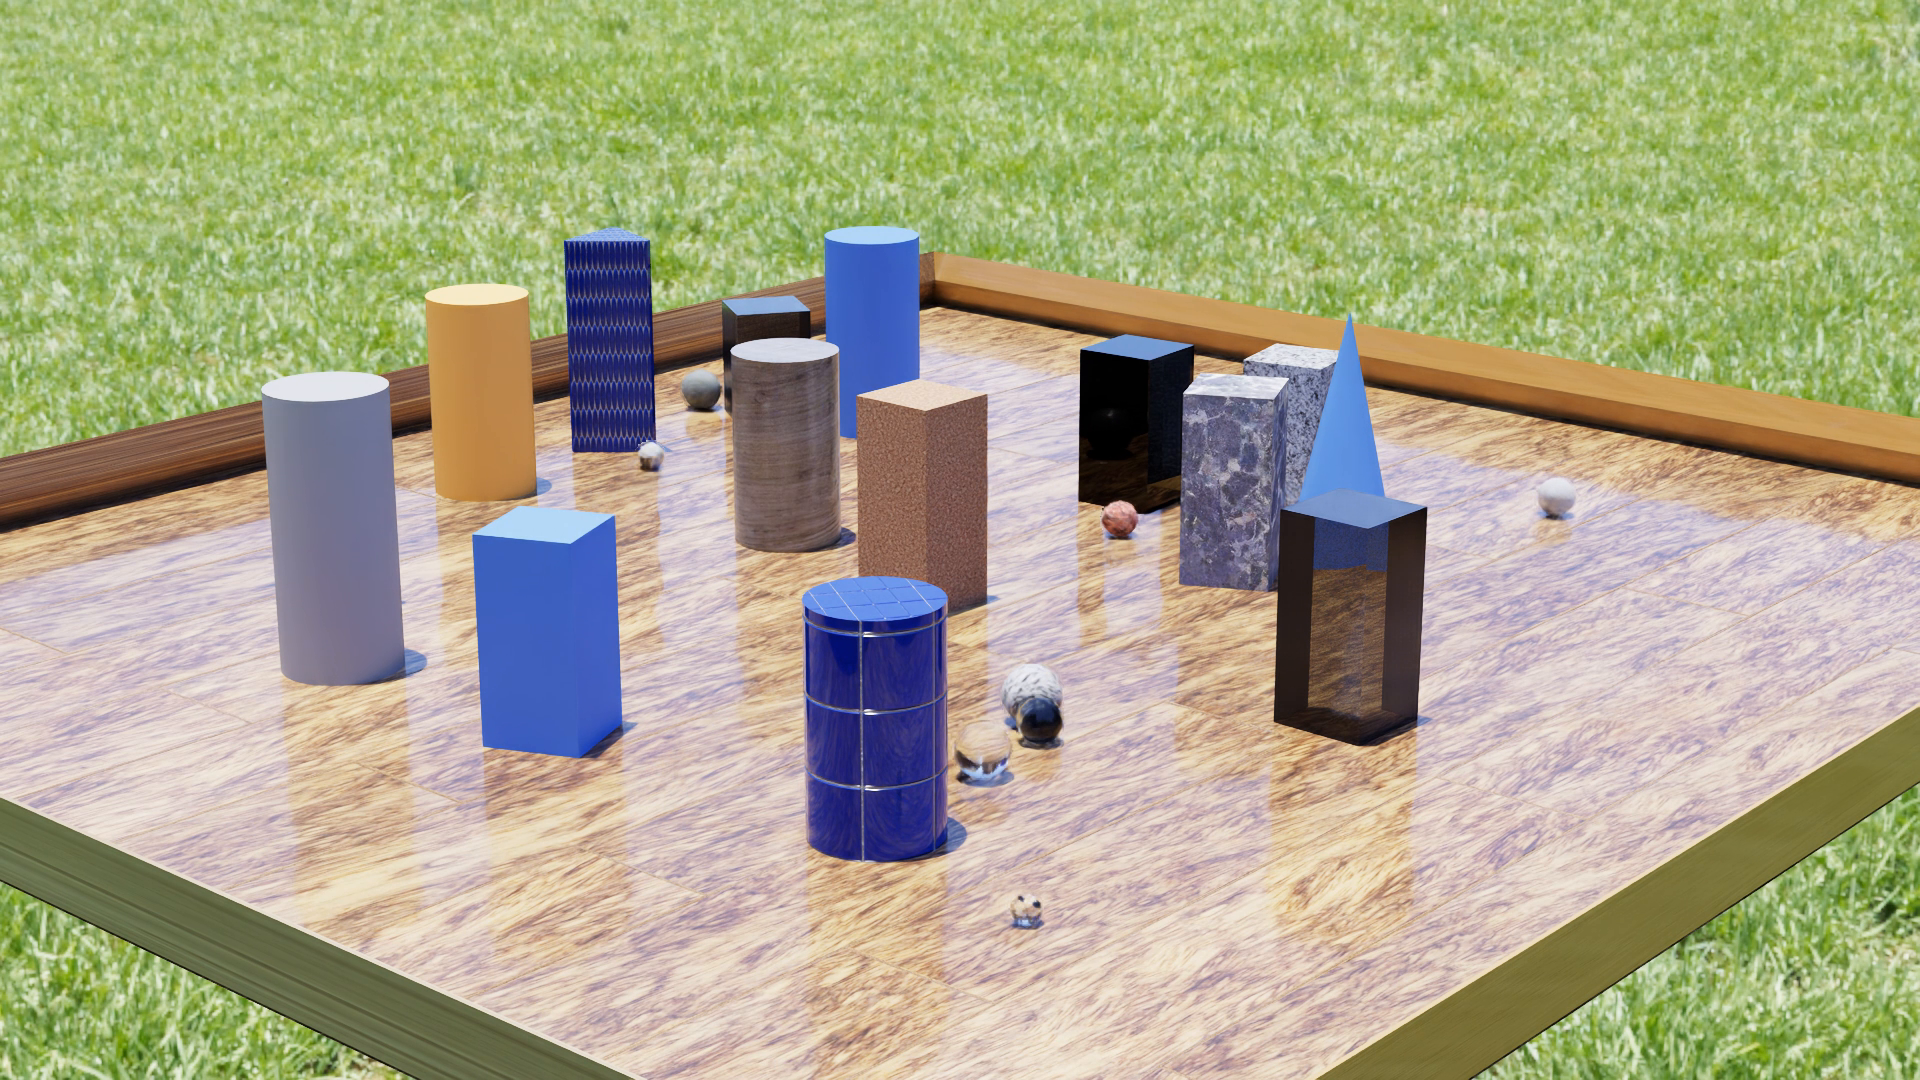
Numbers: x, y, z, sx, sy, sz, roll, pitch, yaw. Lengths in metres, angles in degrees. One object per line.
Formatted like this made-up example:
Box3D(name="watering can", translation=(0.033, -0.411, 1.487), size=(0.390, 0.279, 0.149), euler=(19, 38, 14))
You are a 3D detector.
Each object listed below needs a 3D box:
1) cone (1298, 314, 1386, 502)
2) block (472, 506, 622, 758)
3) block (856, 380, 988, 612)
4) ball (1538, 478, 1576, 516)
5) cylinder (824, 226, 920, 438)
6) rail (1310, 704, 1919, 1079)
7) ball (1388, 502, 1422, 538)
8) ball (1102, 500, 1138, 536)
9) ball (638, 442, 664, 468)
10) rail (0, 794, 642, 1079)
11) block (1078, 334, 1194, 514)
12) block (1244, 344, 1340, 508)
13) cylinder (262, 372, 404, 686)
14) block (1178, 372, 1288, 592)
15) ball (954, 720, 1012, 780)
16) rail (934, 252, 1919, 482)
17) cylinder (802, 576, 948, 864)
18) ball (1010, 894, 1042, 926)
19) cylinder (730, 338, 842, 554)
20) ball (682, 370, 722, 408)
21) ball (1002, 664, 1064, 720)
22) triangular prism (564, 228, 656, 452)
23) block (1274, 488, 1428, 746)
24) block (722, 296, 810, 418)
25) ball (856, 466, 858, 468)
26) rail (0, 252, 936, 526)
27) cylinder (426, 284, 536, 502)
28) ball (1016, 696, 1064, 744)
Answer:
Box3D(name="cone", translation=(0.704, -0.202, 5.356), size=(0.198, 0.443, 0.198), euler=(0, 17, 0))
Box3D(name="block", translation=(-0.620, 0.137, 4.420), size=(0.159, 0.335, 0.159), euler=(5, 18, 17))
Box3D(name="block", translation=(-0.064, -0.072, 5.053), size=(0.159, 0.369, 0.159), euler=(14, 22, 39))
Box3D(name="ball", translation=(1.139, -0.082, 5.600), size=(0.073, 0.073, 0.073), euler=(0, 17, 0))
Box3D(name="cylinder", translation=(-0.184, -0.438, 6.188), size=(0.198, 0.416, 0.198), euler=(0, 17, 0))
Box3D(name="rail", translation=(1.226, 0.339, 4.101), size=(0.045, 0.129, 3.589), euler=(14, 22, 39))
Box3D(name="ball", translation=(0.823, -0.037, 5.456), size=(0.069, 0.069, 0.069), euler=(0, 17, 0))
Box3D(name="ball", translation=(0.299, -0.040, 5.472), size=(0.066, 0.066, 0.066), euler=(0, 17, 0))
Box3D(name="ball", translation=(-0.624, -0.171, 5.928), size=(0.053, 0.053, 0.053), euler=(0, 17, 0))
Box3D(name="rail", translation=(-1.161, 0.418, 3.839), size=(3.293, 0.129, 0.045), euler=(14, 22, 39))
Box3D(name="block", translation=(0.341, -0.225, 5.676), size=(0.159, 0.303, 0.159), euler=(12, 21, 35))
Box3D(name="block", translation=(0.647, -0.211, 5.646), size=(0.159, 0.293, 0.159), euler=(9, 19, 28))
Box3D(name="cylinder", translation=(-1.004, -0.019, 4.707), size=(0.198, 0.468, 0.198), euler=(0, 17, 0))
Box3D(name="block", translation=(0.485, -0.104, 5.194), size=(0.159, 0.348, 0.159), euler=(5, 17, 15))
Box3D(name="ball", translation=(0.033, 0.307, 4.288), size=(0.086, 0.086, 0.086), euler=(0, 17, 0))
Box3D(name="rail", translation=(1.161, -0.353, 6.400), size=(3.293, 0.129, 0.045), euler=(14, 22, 39))
Box3D(name="cylinder", translation=(-0.116, 0.245, 4.038), size=(0.198, 0.347, 0.198), euler=(0, 17, 0))
Box3D(name="ball", translation=(0.086, 0.478, 3.795), size=(0.042, 0.042, 0.042), euler=(0, 17, 0))
Box3D(name="cylinder", translation=(-0.320, -0.176, 5.416), size=(0.198, 0.359, 0.198), euler=(0, 17, 0))
Box3D(name="ball", translation=(-0.563, -0.329, 6.399), size=(0.085, 0.085, 0.085), euler=(0, 17, 0))
Box3D(name="ball", translation=(0.112, 0.237, 4.504), size=(0.094, 0.094, 0.094), euler=(0, 17, 0))
Box3D(name="triangular prism", translation=(-0.715, -0.415, 6.065), size=(0.172, 0.442, 0.149), euler=(0, 17, 0))
Box3D(name="block", translation=(0.595, 0.115, 4.478), size=(0.159, 0.343, 0.159), euler=(15, 22, 40))
Box3D(name="block", translation=(-0.416, -0.385, 6.310), size=(0.159, 0.244, 0.159), euler=(-5, 17, -15))
Box3D(name="ball", translation=(-0.186, -0.147, 5.870), size=(0.042, 0.042, 0.042), euler=(0, 17, 0))
Box3D(name="rail", translation=(-1.226, -0.275, 6.139), size=(0.045, 0.129, 3.589), euler=(14, 22, 39))
Box3D(name="cylinder", translation=(-0.936, -0.290, 5.740), size=(0.198, 0.390, 0.198), euler=(0, 17, 0))
Box3D(name="ball", translation=(0.121, 0.272, 4.427), size=(0.071, 0.071, 0.071), euler=(0, 17, 0))
